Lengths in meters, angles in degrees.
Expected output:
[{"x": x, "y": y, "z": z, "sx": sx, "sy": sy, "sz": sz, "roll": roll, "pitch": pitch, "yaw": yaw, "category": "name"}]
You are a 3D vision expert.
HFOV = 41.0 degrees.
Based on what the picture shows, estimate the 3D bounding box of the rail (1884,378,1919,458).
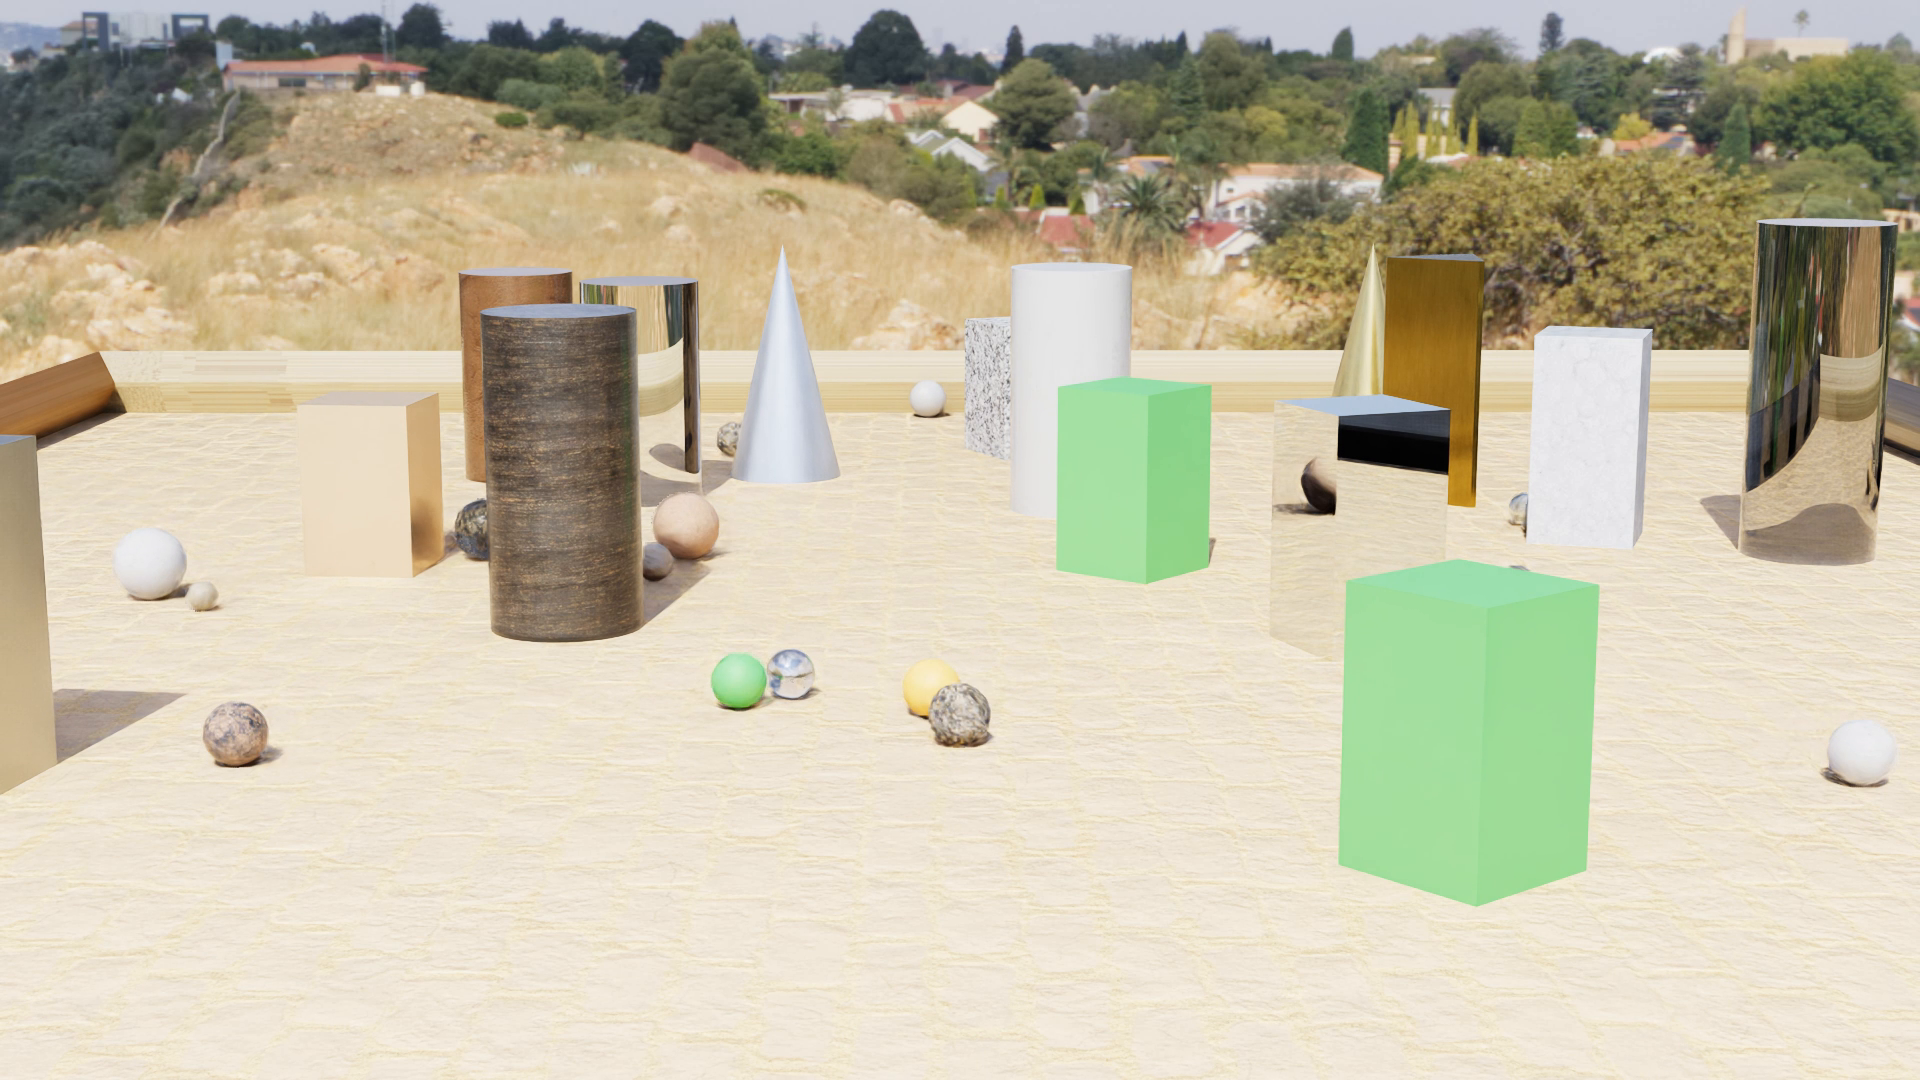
[{"x": 1.789, "y": 0.031, "z": 3.459, "sx": 0.045, "sy": 0.130, "sz": 4.077, "roll": 0, "pitch": 10, "yaw": 0, "category": "rail"}]

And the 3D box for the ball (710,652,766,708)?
[{"x": -0.253, "y": 0.161, "z": 2.942, "sx": 0.064, "sy": 0.064, "sz": 0.064, "roll": 0, "pitch": 10, "yaw": 0, "category": "ball"}]

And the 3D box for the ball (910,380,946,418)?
[{"x": -0.067, "y": -0.296, "z": 5.381, "sx": 0.078, "sy": 0.078, "sz": 0.078, "roll": 0, "pitch": 10, "yaw": 0, "category": "ball"}]

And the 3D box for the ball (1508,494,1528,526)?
[{"x": 0.906, "y": -0.049, "z": 4.117, "sx": 0.051, "sy": 0.051, "sz": 0.051, "roll": 0, "pitch": 10, "yaw": 0, "category": "ball"}]

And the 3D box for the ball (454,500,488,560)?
[{"x": -0.710, "y": -0.016, "z": 3.831, "sx": 0.090, "sy": 0.090, "sz": 0.090, "roll": 0, "pitch": 10, "yaw": 0, "category": "ball"}]

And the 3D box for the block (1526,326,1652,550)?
[{"x": 0.978, "y": -0.162, "z": 3.984, "sx": 0.160, "sy": 0.321, "sz": 0.160, "roll": 4, "pitch": 11, "yaw": 20, "category": "block"}]

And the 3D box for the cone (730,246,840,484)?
[{"x": -0.315, "y": -0.321, "z": 4.588, "sx": 0.199, "sy": 0.414, "sz": 0.199, "roll": 0, "pitch": 10, "yaw": 0, "category": "cone"}]

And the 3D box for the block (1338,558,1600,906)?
[{"x": 0.462, "y": 0.170, "z": 2.336, "sx": 0.160, "sy": 0.268, "sz": 0.160, "roll": -9, "pitch": 14, "yaw": -40, "category": "block"}]

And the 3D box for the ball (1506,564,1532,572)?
[{"x": 0.759, "y": 0.062, "z": 3.499, "sx": 0.057, "sy": 0.057, "sz": 0.057, "roll": 0, "pitch": 10, "yaw": 0, "category": "ball"}]

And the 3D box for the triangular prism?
[{"x": 0.829, "y": -0.276, "z": 4.357, "sx": 0.173, "sy": 0.410, "sz": 0.150, "roll": 7, "pitch": 13, "yaw": 34, "category": "triangular prism"}]

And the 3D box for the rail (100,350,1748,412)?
[{"x": -0.012, "y": -0.333, "z": 5.430, "sx": 3.626, "sy": 0.130, "sz": 0.045, "roll": 0, "pitch": 10, "yaw": 0, "category": "rail"}]

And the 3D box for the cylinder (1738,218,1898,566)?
[{"x": 1.281, "y": -0.225, "z": 3.837, "sx": 0.199, "sy": 0.498, "sz": 0.199, "roll": 0, "pitch": 10, "yaw": 0, "category": "cylinder"}]

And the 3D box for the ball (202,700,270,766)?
[{"x": -0.763, "y": 0.204, "z": 2.703, "sx": 0.068, "sy": 0.068, "sz": 0.068, "roll": 0, "pitch": 10, "yaw": 0, "category": "ball"}]

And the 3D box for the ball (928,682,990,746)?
[{"x": -0.001, "y": 0.189, "z": 2.782, "sx": 0.068, "sy": 0.068, "sz": 0.068, "roll": 0, "pitch": 10, "yaw": 0, "category": "ball"}]

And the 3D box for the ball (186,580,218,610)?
[{"x": -1.025, "y": 0.075, "z": 3.471, "sx": 0.041, "sy": 0.041, "sz": 0.041, "roll": 0, "pitch": 10, "yaw": 0, "category": "ball"}]

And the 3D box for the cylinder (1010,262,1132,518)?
[{"x": 0.183, "y": -0.250, "z": 4.239, "sx": 0.199, "sy": 0.401, "sz": 0.199, "roll": 0, "pitch": 10, "yaw": 0, "category": "cylinder"}]

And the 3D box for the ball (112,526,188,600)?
[{"x": -1.120, "y": 0.032, "z": 3.545, "sx": 0.100, "sy": 0.100, "sz": 0.100, "roll": 0, "pitch": 10, "yaw": 0, "category": "ball"}]

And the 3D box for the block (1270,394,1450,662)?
[{"x": 0.504, "y": -0.018, "z": 3.246, "sx": 0.160, "sy": 0.307, "sz": 0.160, "roll": -4, "pitch": 11, "yaw": -22, "category": "block"}]

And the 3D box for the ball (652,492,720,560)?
[{"x": -0.408, "y": -0.021, "z": 3.829, "sx": 0.100, "sy": 0.100, "sz": 0.100, "roll": 0, "pitch": 10, "yaw": 0, "category": "ball"}]

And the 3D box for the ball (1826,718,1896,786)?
[{"x": 0.924, "y": 0.217, "z": 2.629, "sx": 0.068, "sy": 0.068, "sz": 0.068, "roll": 0, "pitch": 10, "yaw": 0, "category": "ball"}]

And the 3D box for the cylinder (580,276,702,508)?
[{"x": -0.540, "y": -0.254, "z": 4.351, "sx": 0.199, "sy": 0.370, "sz": 0.199, "roll": 0, "pitch": 10, "yaw": 0, "category": "cylinder"}]

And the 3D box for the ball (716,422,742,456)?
[{"x": -0.430, "y": -0.191, "z": 4.849, "sx": 0.064, "sy": 0.064, "sz": 0.064, "roll": 0, "pitch": 10, "yaw": 0, "category": "ball"}]

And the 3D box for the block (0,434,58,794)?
[{"x": -1.044, "y": 0.077, "z": 2.612, "sx": 0.160, "sy": 0.351, "sz": 0.160, "roll": 2, "pitch": 11, "yaw": 8, "category": "block"}]

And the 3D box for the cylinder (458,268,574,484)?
[{"x": -0.789, "y": -0.296, "z": 4.586, "sx": 0.199, "sy": 0.367, "sz": 0.199, "roll": 0, "pitch": 10, "yaw": 0, "category": "cylinder"}]

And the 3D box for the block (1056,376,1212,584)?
[{"x": 0.253, "y": -0.090, "z": 3.736, "sx": 0.160, "sy": 0.270, "sz": 0.160, "roll": 8, "pitch": 13, "yaw": 38, "category": "block"}]

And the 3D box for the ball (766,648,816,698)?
[{"x": -0.198, "y": 0.156, "z": 2.991, "sx": 0.058, "sy": 0.058, "sz": 0.058, "roll": 0, "pitch": 10, "yaw": 0, "category": "ball"}]

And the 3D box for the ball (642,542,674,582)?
[{"x": -0.438, "y": 0.032, "z": 3.669, "sx": 0.055, "sy": 0.055, "sz": 0.055, "roll": 0, "pitch": 10, "yaw": 0, "category": "ball"}]

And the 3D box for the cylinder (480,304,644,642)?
[{"x": -0.517, "y": -0.091, "z": 3.340, "sx": 0.199, "sy": 0.415, "sz": 0.199, "roll": 0, "pitch": 10, "yaw": 0, "category": "cylinder"}]

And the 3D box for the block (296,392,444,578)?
[{"x": -0.860, "y": -0.083, "z": 3.757, "sx": 0.160, "sy": 0.249, "sz": 0.160, "roll": 1, "pitch": 11, "yaw": 5, "category": "block"}]

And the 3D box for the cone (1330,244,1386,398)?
[{"x": 0.752, "y": -0.340, "z": 4.707, "sx": 0.199, "sy": 0.409, "sz": 0.199, "roll": 0, "pitch": 10, "yaw": 0, "category": "cone"}]

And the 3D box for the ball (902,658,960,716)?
[{"x": -0.032, "y": 0.167, "z": 2.904, "sx": 0.066, "sy": 0.066, "sz": 0.066, "roll": 0, "pitch": 10, "yaw": 0, "category": "ball"}]

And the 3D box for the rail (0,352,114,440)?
[{"x": -1.789, "y": 0.035, "z": 3.439, "sx": 0.045, "sy": 0.130, "sz": 4.077, "roll": 0, "pitch": 10, "yaw": 0, "category": "rail"}]

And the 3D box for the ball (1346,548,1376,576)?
[{"x": 0.579, "y": 0.032, "z": 3.704, "sx": 0.041, "sy": 0.041, "sz": 0.041, "roll": 0, "pitch": 10, "yaw": 0, "category": "ball"}]

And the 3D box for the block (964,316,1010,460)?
[{"x": 0.117, "y": -0.293, "z": 4.884, "sx": 0.160, "sy": 0.251, "sz": 0.160, "roll": -5, "pitch": 12, "yaw": -27, "category": "block"}]
